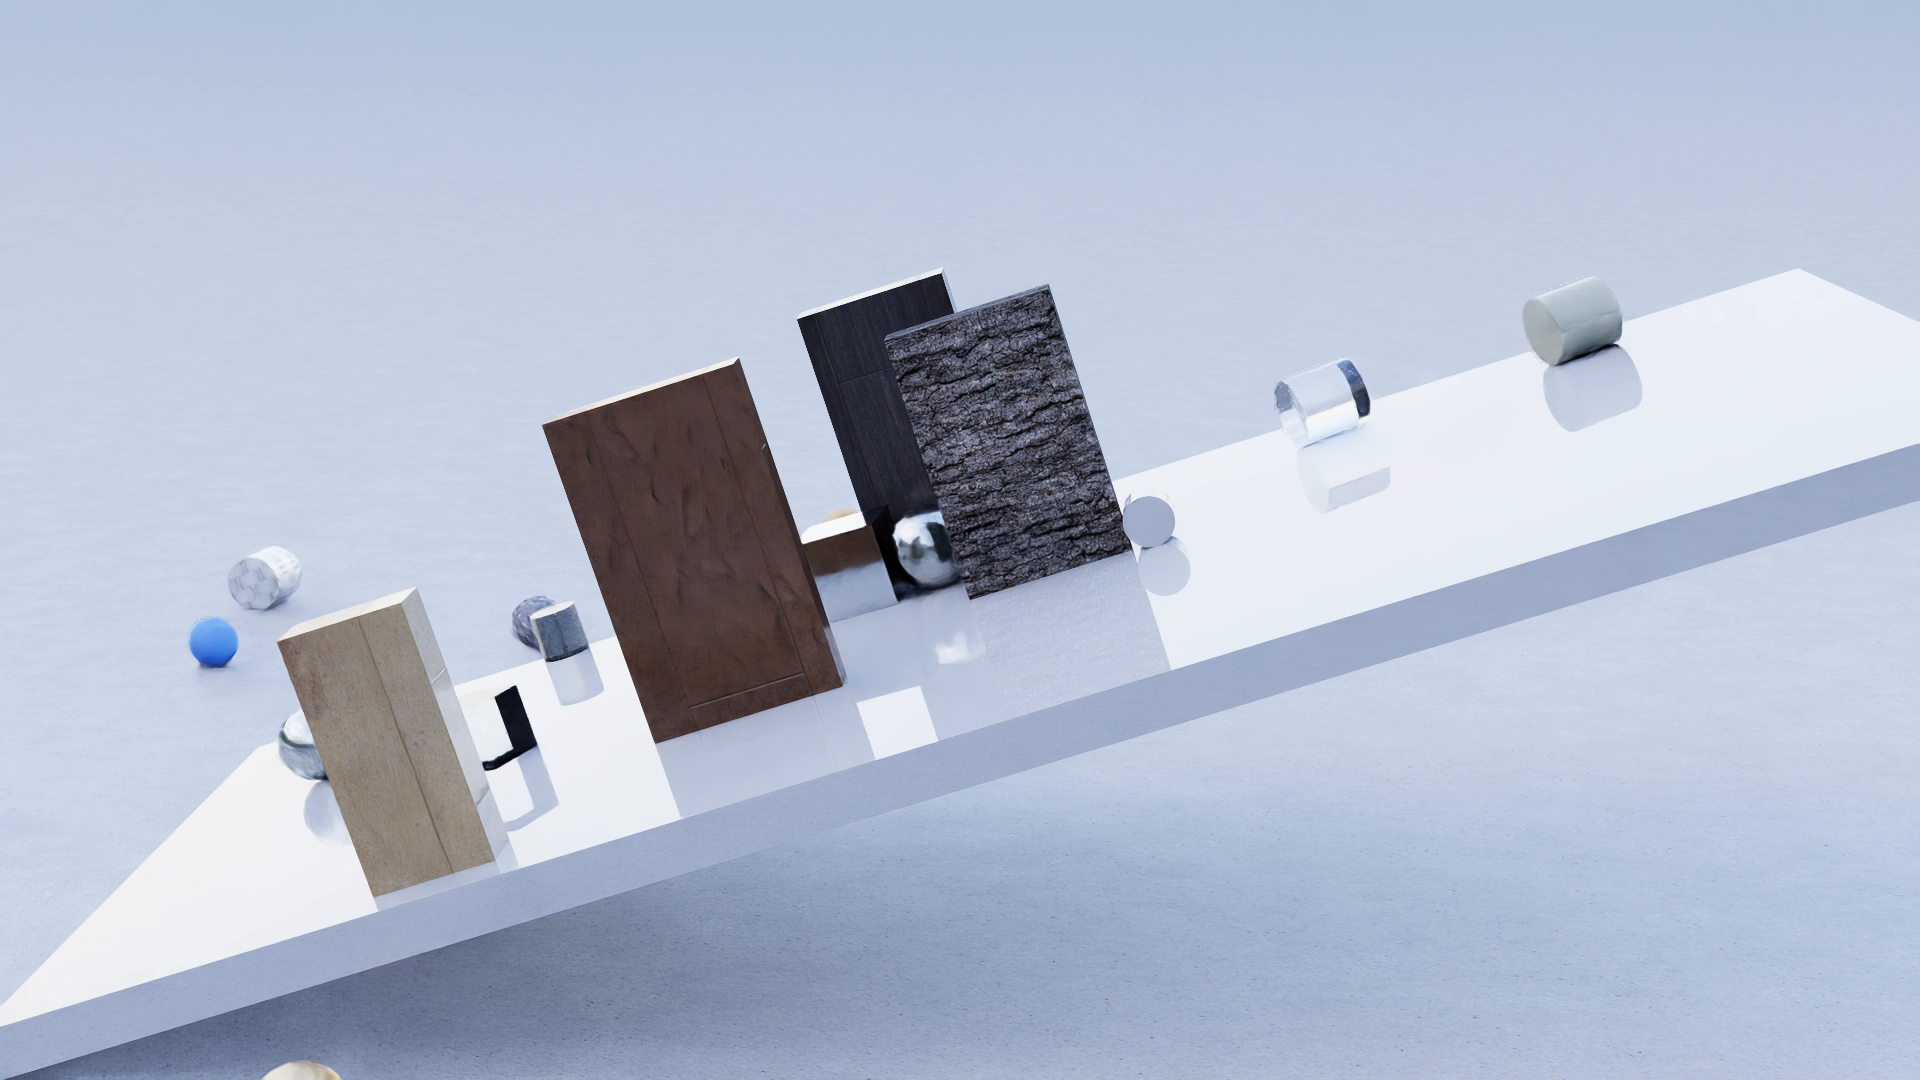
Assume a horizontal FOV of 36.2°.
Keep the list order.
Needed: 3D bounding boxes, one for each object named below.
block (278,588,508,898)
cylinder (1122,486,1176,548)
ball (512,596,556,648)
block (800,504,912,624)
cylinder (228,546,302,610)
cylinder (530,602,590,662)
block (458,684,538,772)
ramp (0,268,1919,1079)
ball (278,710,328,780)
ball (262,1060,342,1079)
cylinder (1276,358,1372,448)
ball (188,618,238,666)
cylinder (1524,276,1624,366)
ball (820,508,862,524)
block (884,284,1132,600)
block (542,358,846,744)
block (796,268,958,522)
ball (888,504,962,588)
[{"bbox_3d":[-1.067,0.381,5.555,0.247,0.521,0.137,-17,10,5],"label":"block"},{"bbox_3d":[0.411,-0.051,6.400,0.114,0.114,0.114,1,12,3],"label":"cylinder"},{"bbox_3d":[-1.277,0.249,8.901,0.160,0.160,0.160,0,12,0],"label":"ball"},{"bbox_3d":[-0.244,0.058,6.729,0.194,0.194,0.194,-16,11,13],"label":"block"},{"bbox_3d":[-2.239,0.123,9.478,0.174,0.174,0.174,2,12,12],"label":"cylinder"},{"bbox_3d":[-1.000,0.229,7.344,0.117,0.117,0.117,-18,10,3],"label":"cylinder"},{"bbox_3d":[-1.036,0.413,6.384,0.143,0.143,0.143,-11,13,36],"label":"block"},{"bbox_3d":[0.101,0.183,6.310,4.000,0.100,2.000,-17,10,5],"label":"ramp"},{"bbox_3d":[-1.489,0.470,6.788,0.169,0.169,0.169,0,12,0],"label":"ball"},{"bbox_3d":[-1.157,1.004,5.162,0.179,0.179,0.179,0,12,0],"label":"ball"},{"bbox_3d":[0.852,-0.322,6.905,0.165,0.165,0.165,-21,16,-13],"label":"cylinder"},{"bbox_3d":[-2.203,0.302,8.684,0.143,0.143,0.143,0,12,0],"label":"ball"},{"bbox_3d":[1.437,-0.513,6.896,0.166,0.166,0.166,-21,17,-15],"label":"cylinder"},{"bbox_3d":[-0.278,-0.005,7.233,0.151,0.151,0.151,0,12,0],"label":"ball"},{"bbox_3d":[0.107,-0.213,6.411,0.371,0.599,0.103,-17,10,5],"label":"block"},{"bbox_3d":[-0.539,0.023,6.016,0.409,0.698,0.103,-17,10,5],"label":"block"},{"bbox_3d":[-0.104,-0.260,6.840,0.349,0.662,0.119,-17,10,5],"label":"block"},{"bbox_3d":[-0.067,0.014,6.662,0.191,0.191,0.191,0,12,0],"label":"ball"}]
